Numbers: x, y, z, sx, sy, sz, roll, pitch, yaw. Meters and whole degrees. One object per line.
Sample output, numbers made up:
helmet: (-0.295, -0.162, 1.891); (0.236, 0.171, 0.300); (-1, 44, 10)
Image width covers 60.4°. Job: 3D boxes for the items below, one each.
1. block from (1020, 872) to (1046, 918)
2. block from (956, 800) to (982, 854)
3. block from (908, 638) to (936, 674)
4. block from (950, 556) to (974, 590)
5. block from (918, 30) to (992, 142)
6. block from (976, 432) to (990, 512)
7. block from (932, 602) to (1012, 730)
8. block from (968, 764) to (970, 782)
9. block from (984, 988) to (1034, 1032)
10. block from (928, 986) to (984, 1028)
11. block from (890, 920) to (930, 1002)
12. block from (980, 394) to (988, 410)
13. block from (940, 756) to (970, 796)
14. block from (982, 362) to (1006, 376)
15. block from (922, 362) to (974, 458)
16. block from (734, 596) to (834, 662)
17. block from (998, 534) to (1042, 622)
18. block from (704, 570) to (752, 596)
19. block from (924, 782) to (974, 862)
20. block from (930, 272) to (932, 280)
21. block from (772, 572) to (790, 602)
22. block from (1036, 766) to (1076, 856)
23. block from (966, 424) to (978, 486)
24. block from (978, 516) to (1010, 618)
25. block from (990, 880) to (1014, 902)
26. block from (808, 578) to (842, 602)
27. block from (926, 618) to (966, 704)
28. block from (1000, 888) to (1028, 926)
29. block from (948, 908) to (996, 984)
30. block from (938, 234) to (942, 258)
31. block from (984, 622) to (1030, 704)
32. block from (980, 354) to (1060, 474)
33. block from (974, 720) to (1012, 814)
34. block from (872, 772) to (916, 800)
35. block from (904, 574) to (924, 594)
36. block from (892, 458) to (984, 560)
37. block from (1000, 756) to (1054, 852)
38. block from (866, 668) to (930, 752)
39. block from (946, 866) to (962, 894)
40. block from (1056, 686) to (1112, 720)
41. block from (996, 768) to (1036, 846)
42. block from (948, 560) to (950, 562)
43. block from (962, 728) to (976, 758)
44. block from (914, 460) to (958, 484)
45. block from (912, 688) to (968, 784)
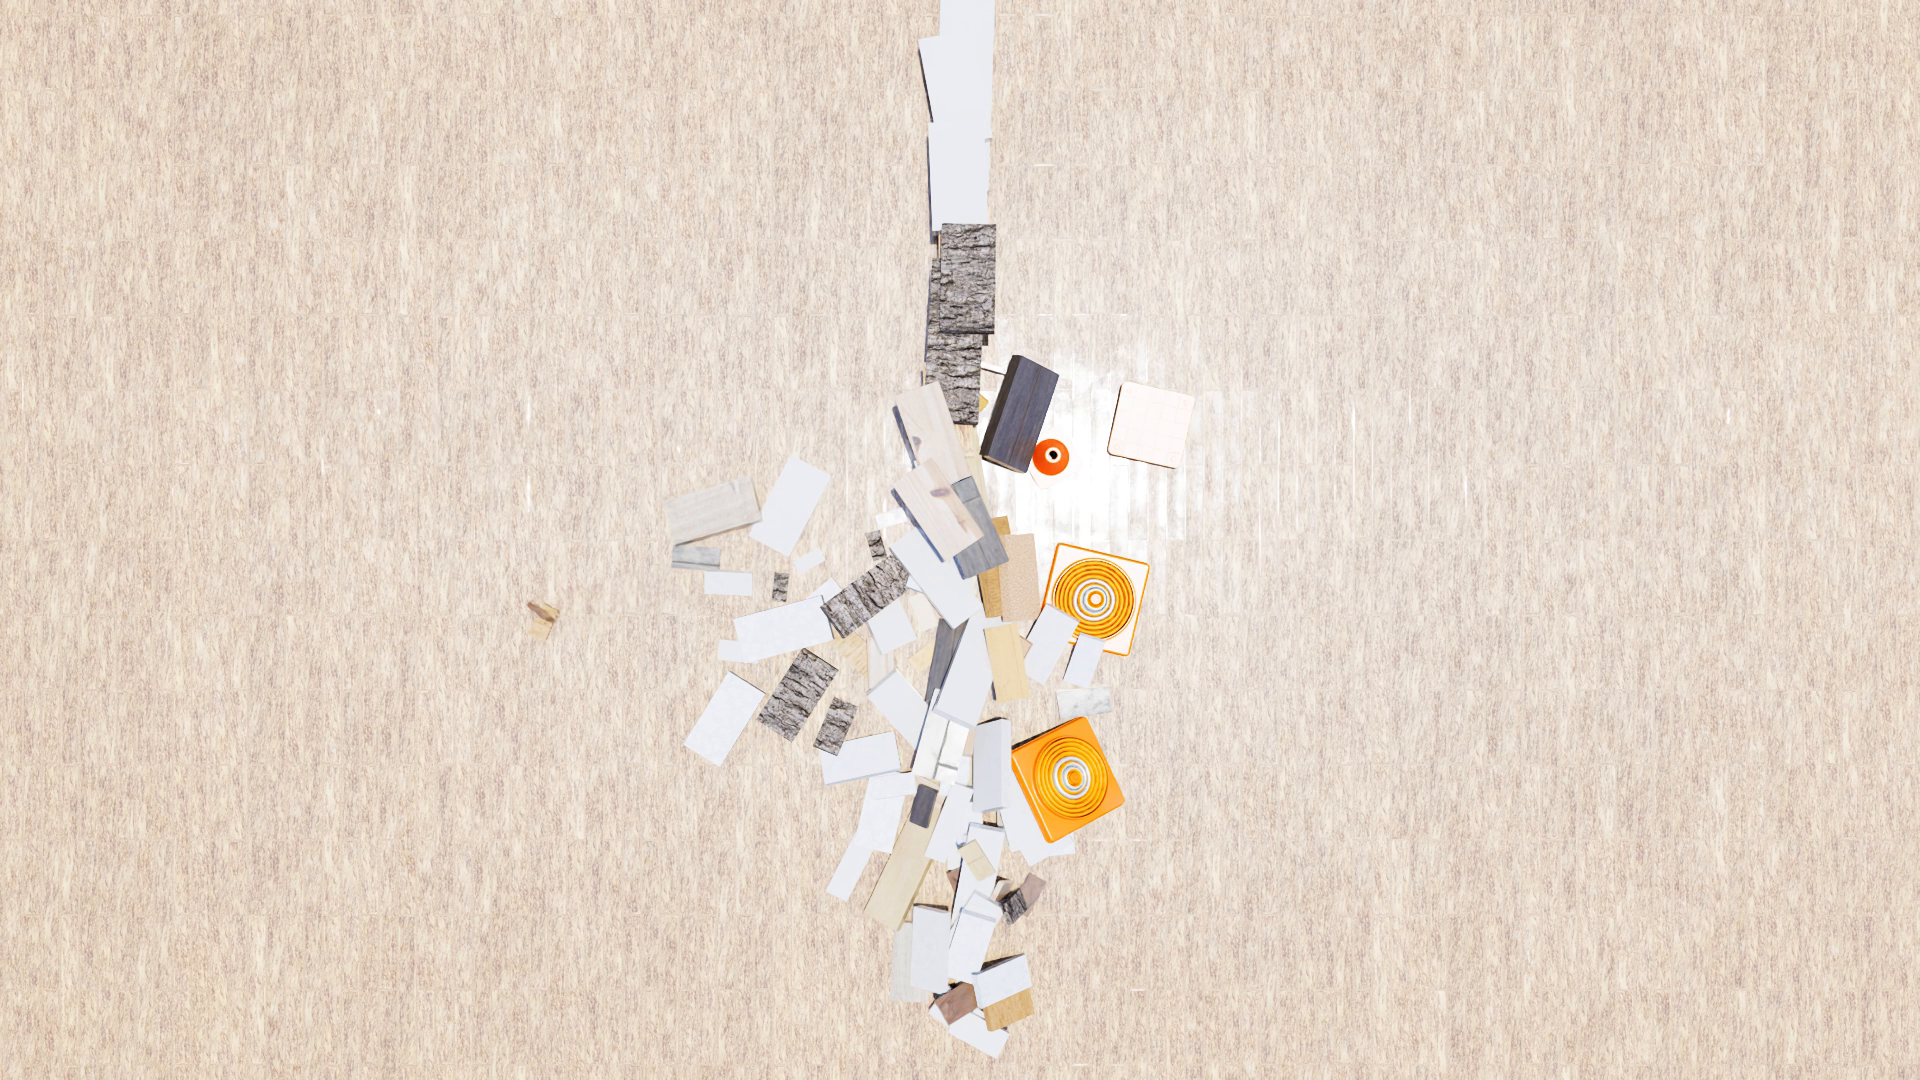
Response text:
block: (0.227, 1.181, 5.491); (0.067, 0.019, 0.134); (28, 90, 0)
block: (0.032, 0.942, 5.419); (0.090, 0.025, 0.179); (-6, 103, 1)
block: (-0.110, 0.386, 5.492); (0.116, 0.016, 0.058); (-37, 90, 0)
block: (0.005, 0.111, 5.462); (0.082, 0.023, 0.165); (4, 108, 1)
block: (-0.015, -1.478, 5.424); (0.180, 0.051, 0.359); (-11, 90, 0)
block: (0.009, -0.200, 5.381); (0.142, 0.040, 0.284); (-8, 78, 1)
block: (0.046, 0.405, 5.367); (0.142, 0.040, 0.418); (26, 59, -7)
block: (-0.008, 0.710, 5.464); (0.087, 0.025, 0.174); (4, 74, 0)
block: (0.160, 1.545, 5.435); (0.183, 0.026, 0.091); (-12, 90, -37)
block: (0.014, 1.579, 5.454); (0.214, 0.030, 0.107); (36, 90, 0)
block: (-0.160, 1.400, 5.482); (0.130, 0.037, 0.260); (4, 90, 0)
block: (0.032, -0.435, 5.434); (0.060, 0.017, 0.120); (38, 118, -23)
block: (-0.016, 0.754, 5.412); (0.087, 0.025, 0.174); (7, 82, 0)
block: (0.115, -0.567, 5.472); (0.112, 0.056, 0.016); (16, 90, 0)
block: (-0.037, -0.419, 5.316); (0.154, 0.044, 0.309); (-2, 85, 2)
block: (-0.581, 0.294, 5.446); (0.302, 0.043, 0.151); (-15, 92, 4)
block: (0.194, 0.123, 5.434); (0.142, 0.040, 0.284); (-4, 89, -44)
block: (-0.768, 0.141, 5.477); (0.157, 0.022, 0.079); (3, 109, 0)
block: (-0.036, 0.922, 5.387); (0.071, 0.020, 0.267); (21, 99, -3)
block: (-0.021, -0.782, 5.370); (0.104, 0.029, 0.208); (-15, 81, -3)
block: (-0.598, 0.158, 5.493); (0.049, 0.014, 0.097); (6, 90, 0)
block: (0.297, 0.904, 5.480); (0.142, 0.040, 0.284); (-6, 90, 0)
block: (-0.022, -0.283, 5.357); (0.154, 0.044, 0.348); (-2, 78, 2)
block: (0.122, 0.087, 5.432); (0.142, 0.040, 0.319); (-12, 92, -44)
block: (0.139, 1.155, 5.435); (0.019, 0.131, 0.066); (27, 90, 20)
block: (-0.465, 0.211, 5.488); (0.170, 0.024, 0.085); (-40, 90, 0)
block: (-0.020, 0.408, 5.437); (0.141, 0.040, 0.283); (9, 72, 0)
block: (0.178, 1.204, 5.412); (0.020, 0.142, 0.071); (-22, 90, 25)
block: (0.029, 1.329, 5.389); (0.116, 0.033, 0.232); (17, 104, 0)
block: (-0.016, -1.003, 5.375); (0.104, 0.029, 0.208); (0, 84, 0)
block: (0.155, 0.401, 5.378); (0.035, 0.122, 0.245); (-12, 87, 44)
block: (0.196, -0.413, 5.414); (0.174, 0.049, 0.348); (22, 84, -36)
block: (0.104, 0.736, 5.361); (0.040, 0.142, 0.284); (16, 65, -37)
block: (-0.217, 0.812, 5.444); (0.142, 0.020, 0.071); (-8, 77, -2)
block: (-0.118, 0.091, 5.455); (0.083, 0.023, 0.166); (21, 75, -13)
block: (-0.068, -0.097, 5.197); (0.148, 0.042, 0.295); (-34, 96, 6)
block: (0.201, 0.862, 5.394); (0.142, 0.040, 0.284); (-17, 82, 10)
block: (-0.177, 0.561, 5.446); (0.130, 0.037, 0.259); (-40, 106, 0)
block: (0.019, 1.161, 5.477); (0.077, 0.022, 0.155); (-22, 98, 3)
block: (0.414, 0.541, 5.488); (0.175, 0.025, 0.088); (-8, 90, 0)
block: (0.188, 0.883, 5.449); (0.127, 0.036, 0.255); (-2, 91, 12)
block: (-0.006, -0.009, 5.459); (0.082, 0.023, 0.165); (0, 101, 2)
block: (-0.013, 0.565, 5.430); (0.141, 0.040, 0.283); (7, 69, 0)
block: (-0.027, -0.130, 5.277); (0.154, 0.044, 0.309); (-17, 97, 4)
block: (-0.051, 0.636, 5.344); (0.141, 0.040, 0.283); (15, 84, 1)
